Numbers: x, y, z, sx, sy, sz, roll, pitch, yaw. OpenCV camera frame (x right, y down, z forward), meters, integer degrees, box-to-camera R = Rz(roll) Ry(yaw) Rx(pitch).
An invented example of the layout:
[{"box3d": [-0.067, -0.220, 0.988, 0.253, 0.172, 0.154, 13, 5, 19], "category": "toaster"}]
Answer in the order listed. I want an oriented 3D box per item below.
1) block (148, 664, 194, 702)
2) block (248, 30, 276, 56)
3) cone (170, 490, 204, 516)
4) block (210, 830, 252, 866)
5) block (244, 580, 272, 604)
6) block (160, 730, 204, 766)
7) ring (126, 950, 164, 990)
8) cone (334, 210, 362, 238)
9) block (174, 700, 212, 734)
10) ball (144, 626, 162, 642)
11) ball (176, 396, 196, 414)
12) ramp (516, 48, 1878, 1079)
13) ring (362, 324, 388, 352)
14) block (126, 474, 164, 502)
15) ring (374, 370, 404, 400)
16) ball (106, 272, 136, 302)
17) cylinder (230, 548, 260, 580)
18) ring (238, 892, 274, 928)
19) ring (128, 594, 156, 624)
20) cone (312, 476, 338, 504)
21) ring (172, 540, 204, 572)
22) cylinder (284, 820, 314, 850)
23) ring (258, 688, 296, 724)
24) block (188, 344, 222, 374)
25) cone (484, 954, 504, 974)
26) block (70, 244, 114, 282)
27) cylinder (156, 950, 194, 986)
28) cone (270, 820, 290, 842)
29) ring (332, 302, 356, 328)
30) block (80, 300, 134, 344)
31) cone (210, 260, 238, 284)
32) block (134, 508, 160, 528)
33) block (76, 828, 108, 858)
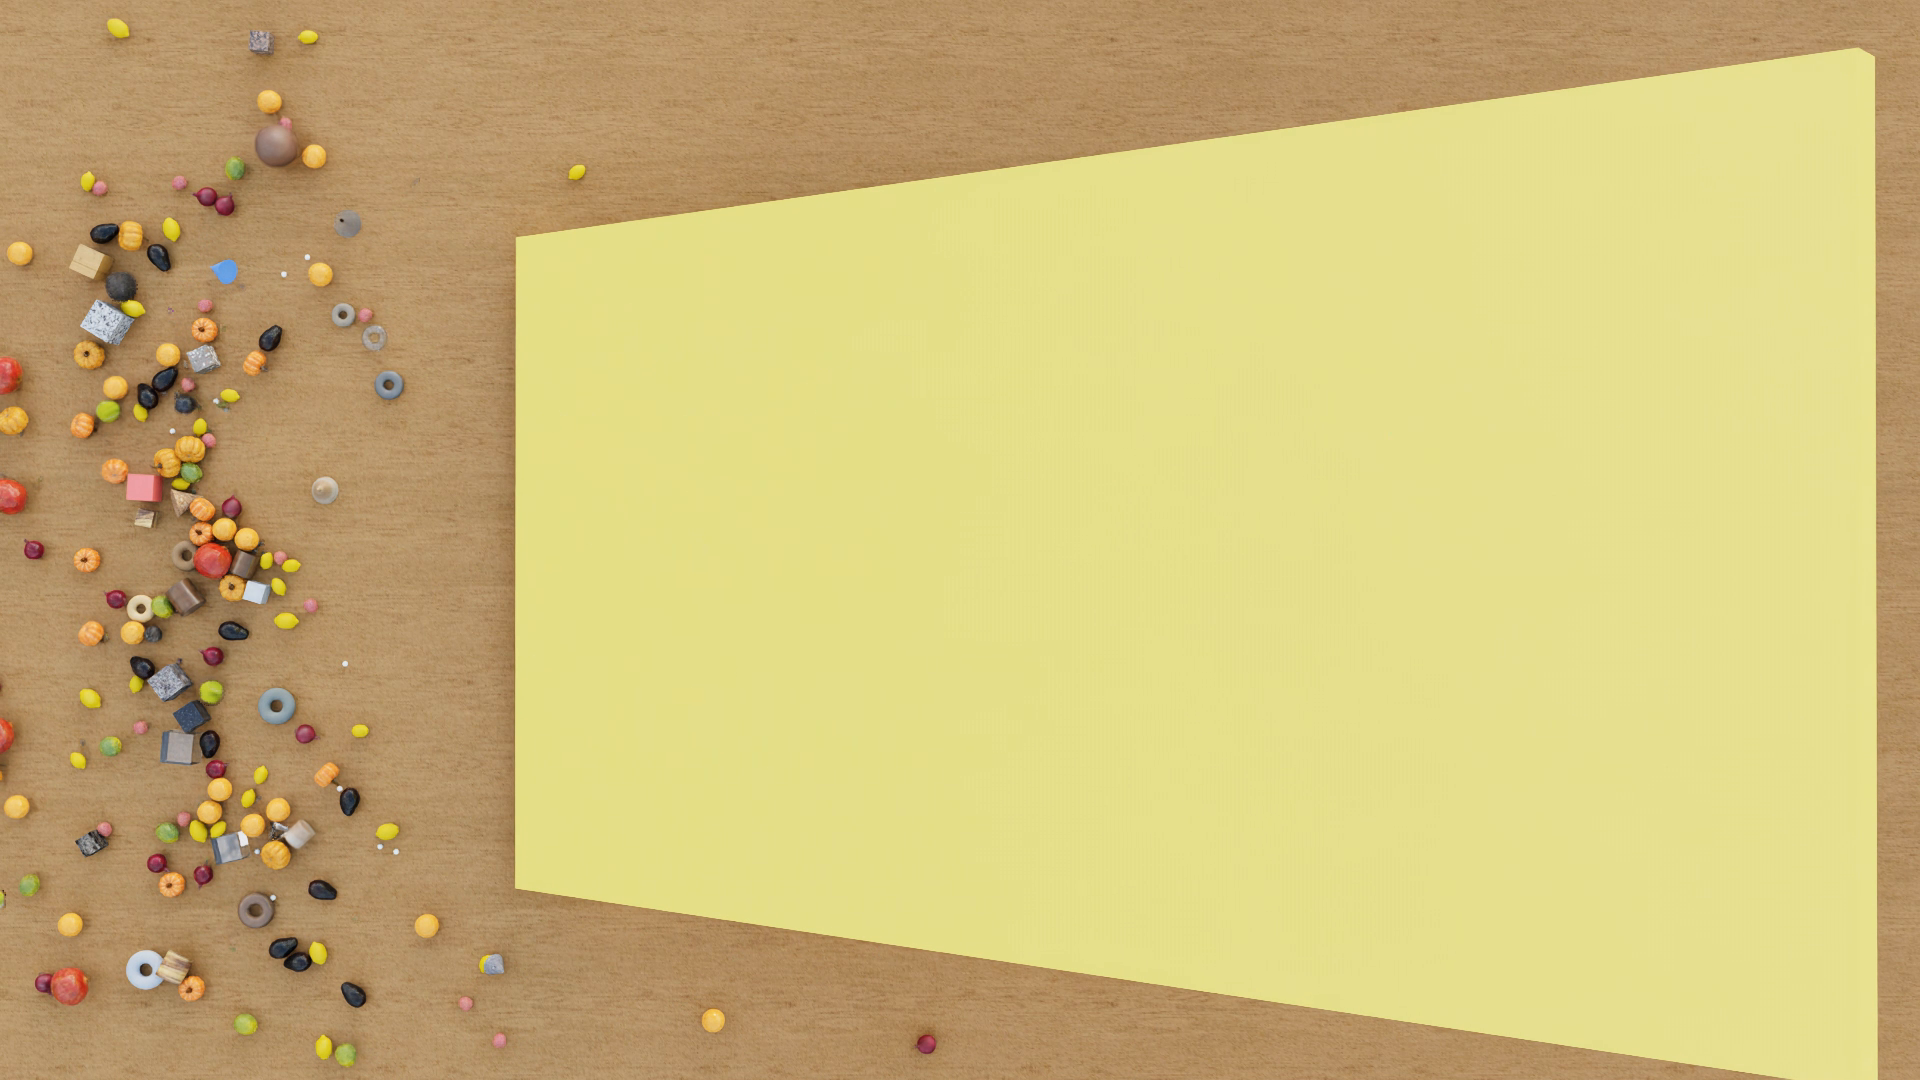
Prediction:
[{"box3d": [-2.438, 0.440, 6.791, 0.082, 0.082, 0.082, -38, 90, 0], "category": "block"}, {"box3d": [-2.163, -1.541, 6.816, 0.059, 0.059, 0.059, 4, 90, 0], "category": "block"}, {"box3d": [-2.389, -0.124, 6.816, 0.089, 0.089, 0.089, -16, 90, -27], "category": "cone"}, {"box3d": [-2.251, 0.949, 6.788, 0.082, 0.082, 0.082, -13, 90, 0], "category": "block"}, {"box3d": [-2.175, 0.162, 6.805, 0.058, 0.058, 0.058, 17, 90, 0], "category": "block"}, {"box3d": [-2.400, 0.640, 6.784, 0.095, 0.095, 0.095, 6, 90, 0], "category": "block"}, {"box3d": [-2.519, 1.330, 6.807, 0.122, 0.041, 0.122, 0, 91, -1], "category": "ring"}, {"box3d": [-1.905, -0.985, 6.798, 0.087, 0.087, 0.087, 0, 90, 0], "category": "cone"}, {"box3d": [-2.373, 0.545, 6.796, 0.071, 0.071, 0.071, -33, 90, 0], "category": "block"}, {"box3d": [-2.497, 0.291, 6.807, 0.052, 0.052, 0.052, 0, 90, 0], "category": "ball"}, {"box3d": [-2.397, -0.418, 6.808, 0.060, 0.060, 0.060, 0, 90, 0], "category": "ball"}, {"box3d": [0.213, 0.062, 5.528, 4.000, 0.100, 2.000, 0, 90, 39], "category": "ramp"}, {"box3d": [-1.817, -0.627, 6.826, 0.083, 0.028, 0.083, 0, 90, 1], "category": "ring"}, {"box3d": [-2.519, -0.161, 6.796, 0.080, 0.080, 0.080, 3, 90, 0], "category": "block"}, {"box3d": [-1.771, -0.481, 6.824, 0.091, 0.030, 0.091, 0, 91, 0], "category": "ring"}, {"box3d": [-2.594, -0.783, 6.795, 0.090, 0.090, 0.090, 0, 90, 0], "category": "ball"}, {"box3d": [-2.211, 0.074, 6.798, 0.073, 0.073, 0.073, 24, 90, 0], "category": "cylinder"}, {"box3d": [-2.180, 1.147, 6.810, 0.113, 0.038, 0.113, 0, 89, -1], "category": "ring"}, {"box3d": [-2.539, 0.214, 6.820, 0.088, 0.029, 0.088, 0, 91, -1], "category": "ring"}, {"box3d": [-1.974, -0.154, 6.793, 0.087, 0.087, 0.087, 0, 90, 0], "category": "cone"}, {"box3d": [-2.396, 0.049, 6.819, 0.098, 0.033, 0.098, 0, 86, -1], "category": "ring"}, {"box3d": [-2.041, 0.910, 6.797, 0.065, 0.065, 0.065, -44, 90, 0], "category": "cylinder"}, {"box3d": [-2.117, 0.515, 6.813, 0.115, 0.038, 0.115, 0, 89, -1], "category": "ring"}, {"box3d": [-2.340, -0.559, 6.806, 0.065, 0.065, 0.065, -24, 90, 0], "category": "block"}, {"box3d": [-1.421, 1.321, 6.779, 0.068, 0.068, 0.068, -15, 114, -38], "category": "cone"}, {"box3d": [-2.684, -0.856, 6.800, 0.082, 0.082, 0.082, 24, 90, 0], "category": "block"}, {"box3d": [-2.421, 1.318, 6.776, 0.083, 0.083, 0.083, 26, 75, 0], "category": "cylinder"}, {"box3d": [-2.100, 0.902, 6.815, 0.067, 0.067, 0.067, 4, 90, -27], "category": "cone"}, {"box3d": [-1.914, -0.699, 6.827, 0.075, 0.025, 0.075, 0, 90, 1], "category": "ring"}, {"box3d": [-2.633, -0.672, 6.792, 0.096, 0.096, 0.096, 32, 90, 0], "category": "block"}, {"box3d": [-2.300, -0.840, 6.823, 0.077, 0.077, 0.077, 17, 90, 27], "category": "cone"}, {"box3d": [-2.517, -0.067, 6.810, 0.051, 0.051, 0.051, 13, 90, 0], "category": "block"}, {"box3d": [-2.684, 0.937, 6.800, 0.060, 0.060, 0.060, -32, 90, 0], "category": "block"}]
